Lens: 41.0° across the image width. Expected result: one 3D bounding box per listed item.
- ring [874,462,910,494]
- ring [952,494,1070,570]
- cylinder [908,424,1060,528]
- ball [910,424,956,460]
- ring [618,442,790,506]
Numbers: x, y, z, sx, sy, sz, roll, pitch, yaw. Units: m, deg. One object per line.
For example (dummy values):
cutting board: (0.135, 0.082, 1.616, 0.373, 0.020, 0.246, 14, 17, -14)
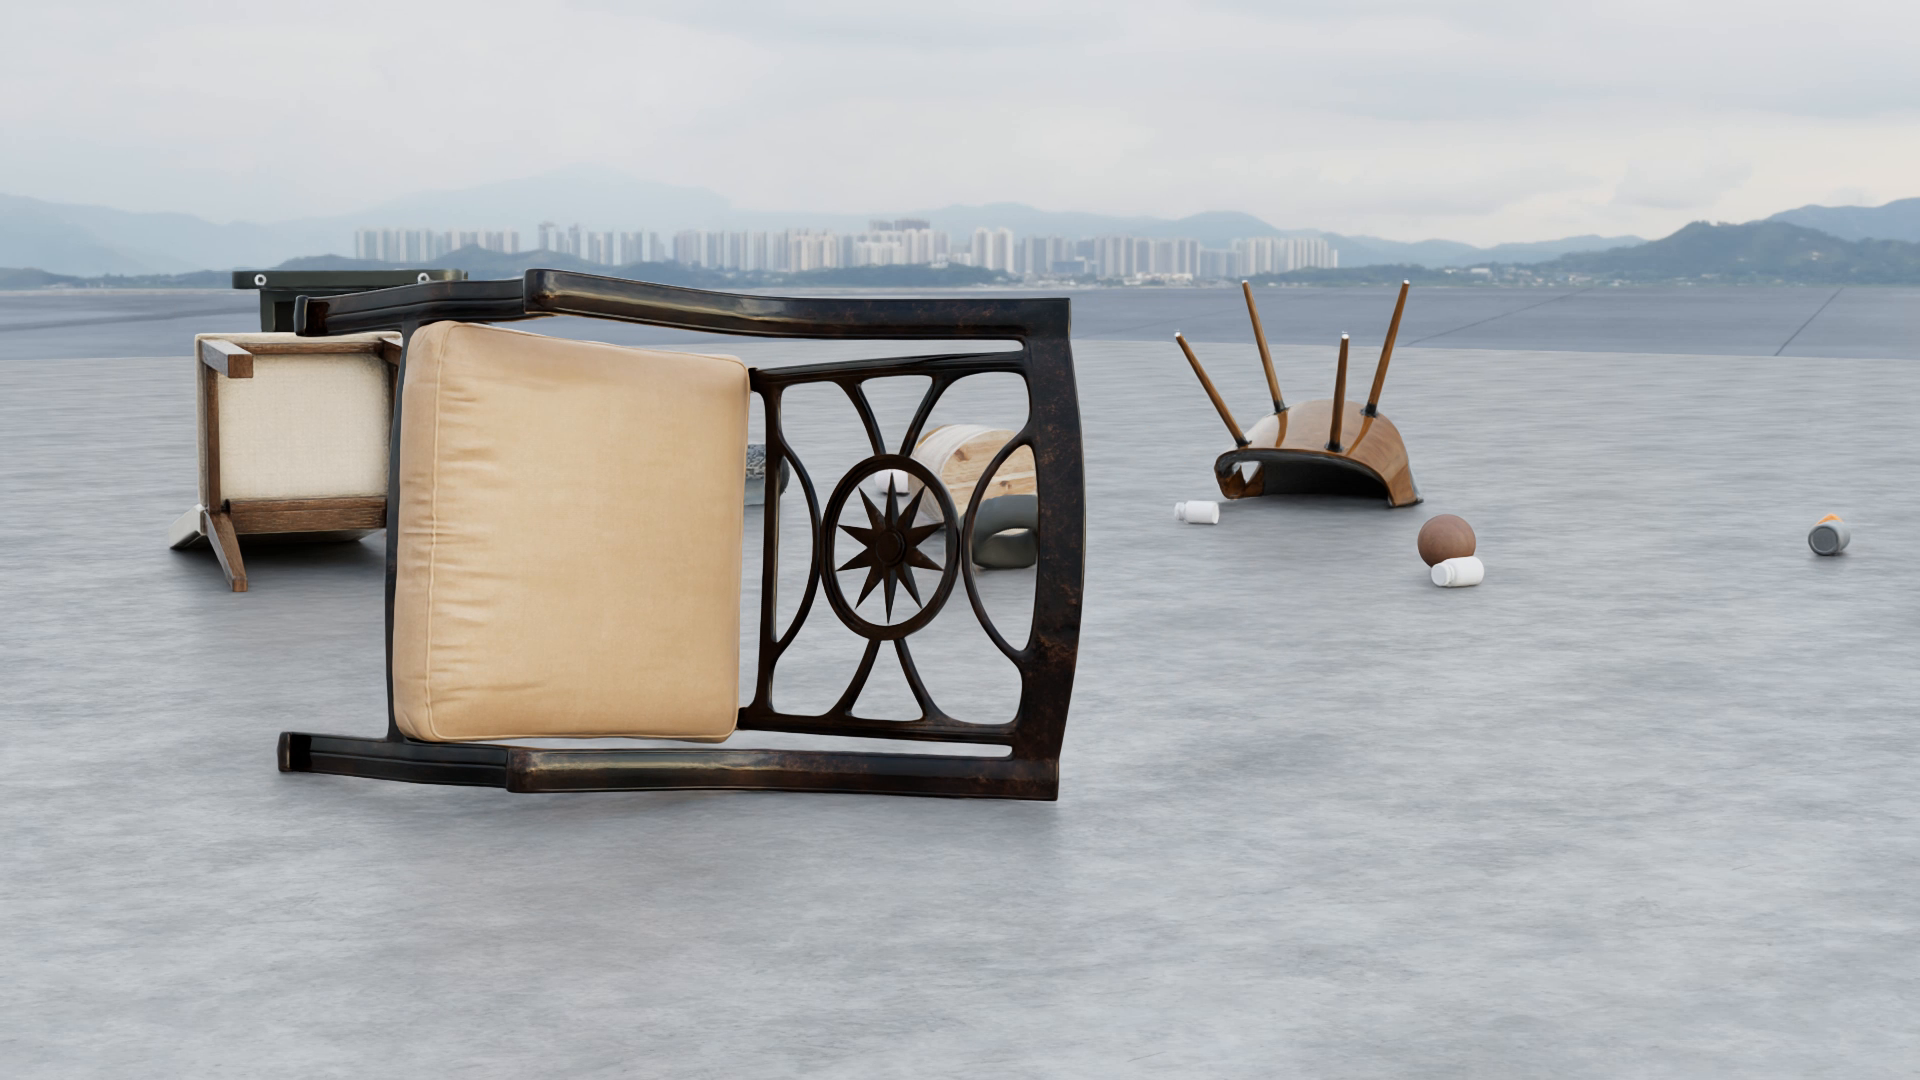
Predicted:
ring: (-0.121, -0.188, 7.810, 0.257, 0.089, 0.297, 4, 6, 44)
ring: (0.115, -0.018, 5.745, 0.266, 0.187, 0.092, -7, 43, -2)
cylinder: (0.057, -0.153, 6.567, 0.314, 0.273, 0.312, -8, 8, -16)
ball: (-0.016, -0.197, 7.114, 0.249, 0.249, 0.249, 0, 6, 0)
ring: (-0.739, -0.191, 7.425, 0.499, 0.176, 0.243, -1, 4, -13)
